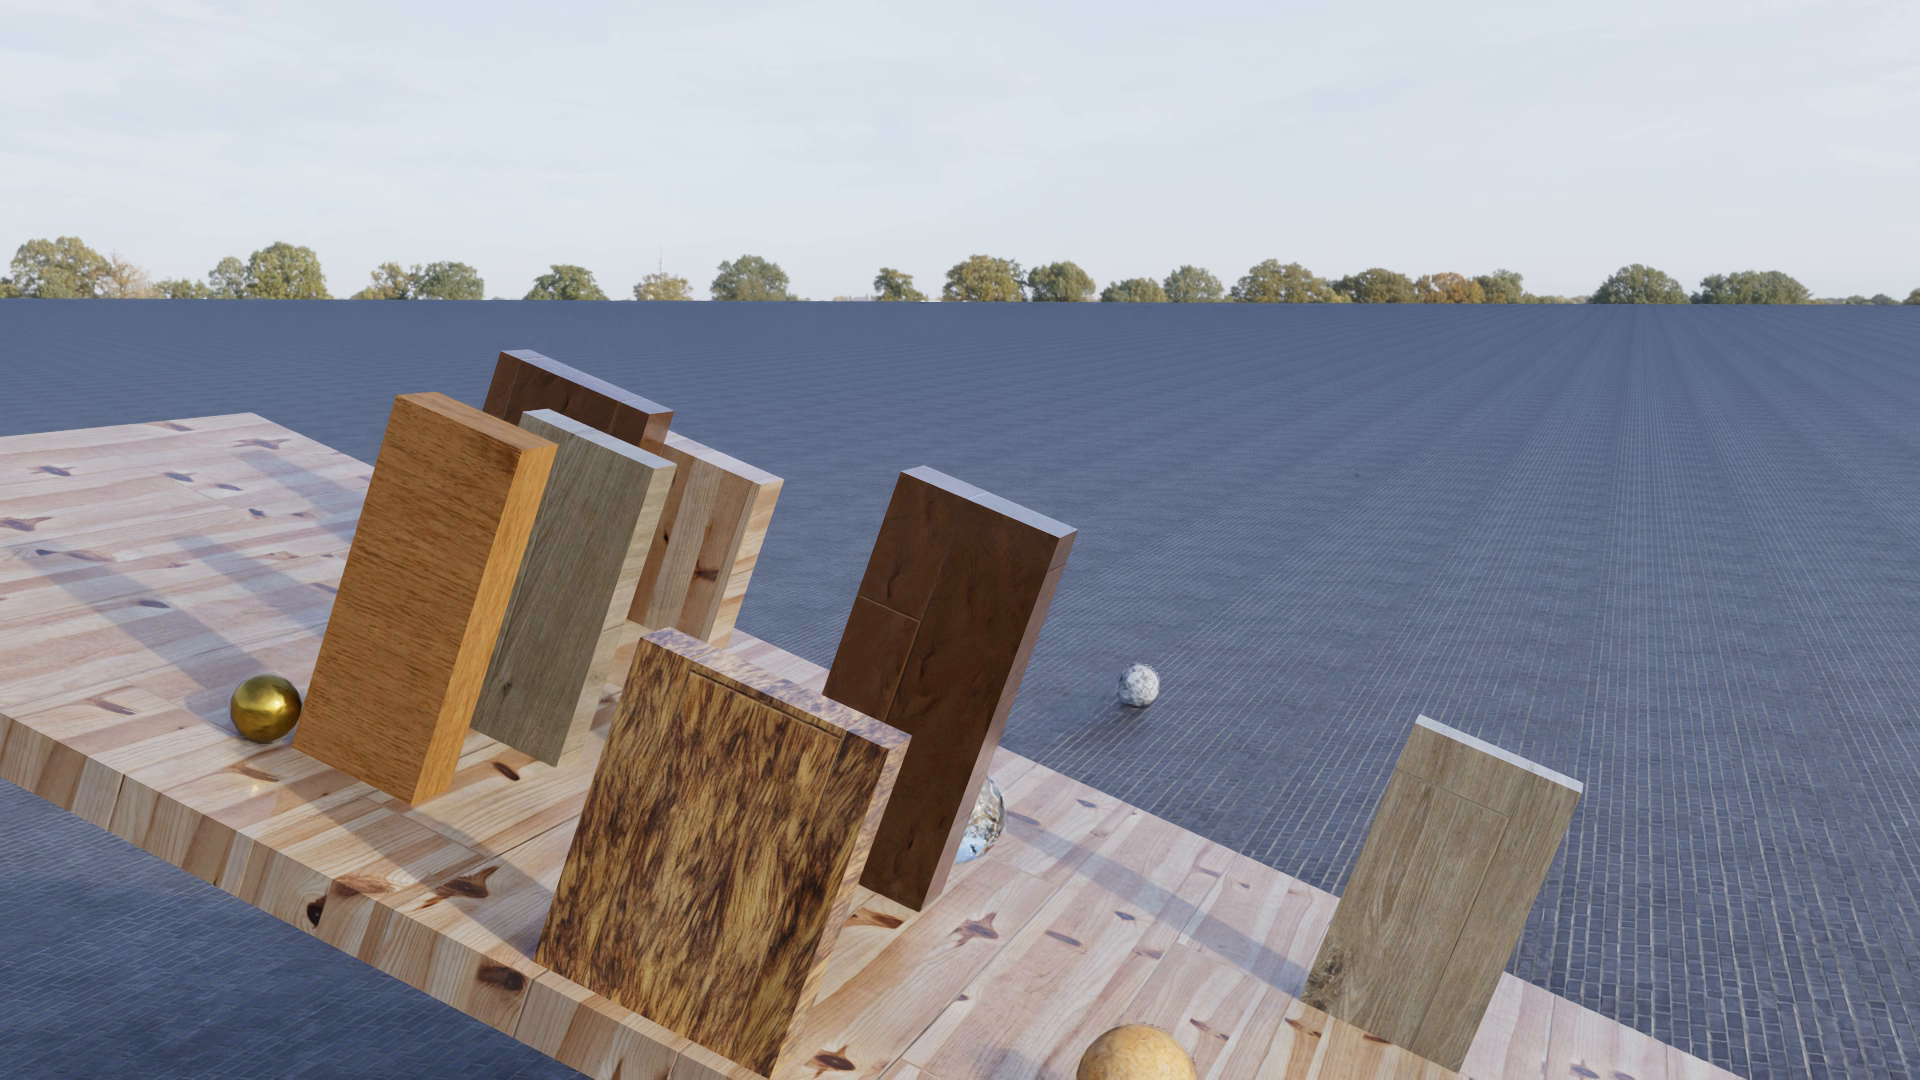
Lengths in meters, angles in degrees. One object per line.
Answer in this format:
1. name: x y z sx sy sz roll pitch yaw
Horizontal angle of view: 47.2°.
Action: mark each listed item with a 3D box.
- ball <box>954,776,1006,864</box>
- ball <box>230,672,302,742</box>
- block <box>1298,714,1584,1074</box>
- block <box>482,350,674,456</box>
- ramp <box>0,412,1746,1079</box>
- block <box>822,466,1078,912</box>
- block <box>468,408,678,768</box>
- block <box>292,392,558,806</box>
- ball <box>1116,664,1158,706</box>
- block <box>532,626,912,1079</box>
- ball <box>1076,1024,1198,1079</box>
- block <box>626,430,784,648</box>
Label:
1. ball: -0.009 0.533 4.278 0.193 0.193 0.193 0 7 0
2. ball: -1.173 0.283 3.715 0.116 0.116 0.116 0 7 0
3. block: 0.910 0.672 4.181 0.325 0.595 0.086 23 13 13
4. block: -0.896 -0.102 4.832 0.373 0.530 0.127 23 13 13
5. ramp: -0.327 0.594 4.207 4.000 0.100 2.000 23 13 13
6. block: -0.070 0.271 4.023 0.312 0.743 0.135 23 13 13
7. block: -0.756 0.089 4.073 0.278 0.598 0.098 23 13 13
8. block: -0.904 0.096 3.705 0.243 0.642 0.126 23 13 13
9. ball: 0.764 0.626 9.445 0.180 0.180 0.180 0 7 0
10. block: -0.356 0.459 3.250 0.408 0.537 0.101 23 13 13
11. ball: 0.272 0.844 3.394 0.189 0.189 0.189 0 7 0
12. block: -0.656 -0.009 5.076 0.363 0.416 0.141 23 13 13
